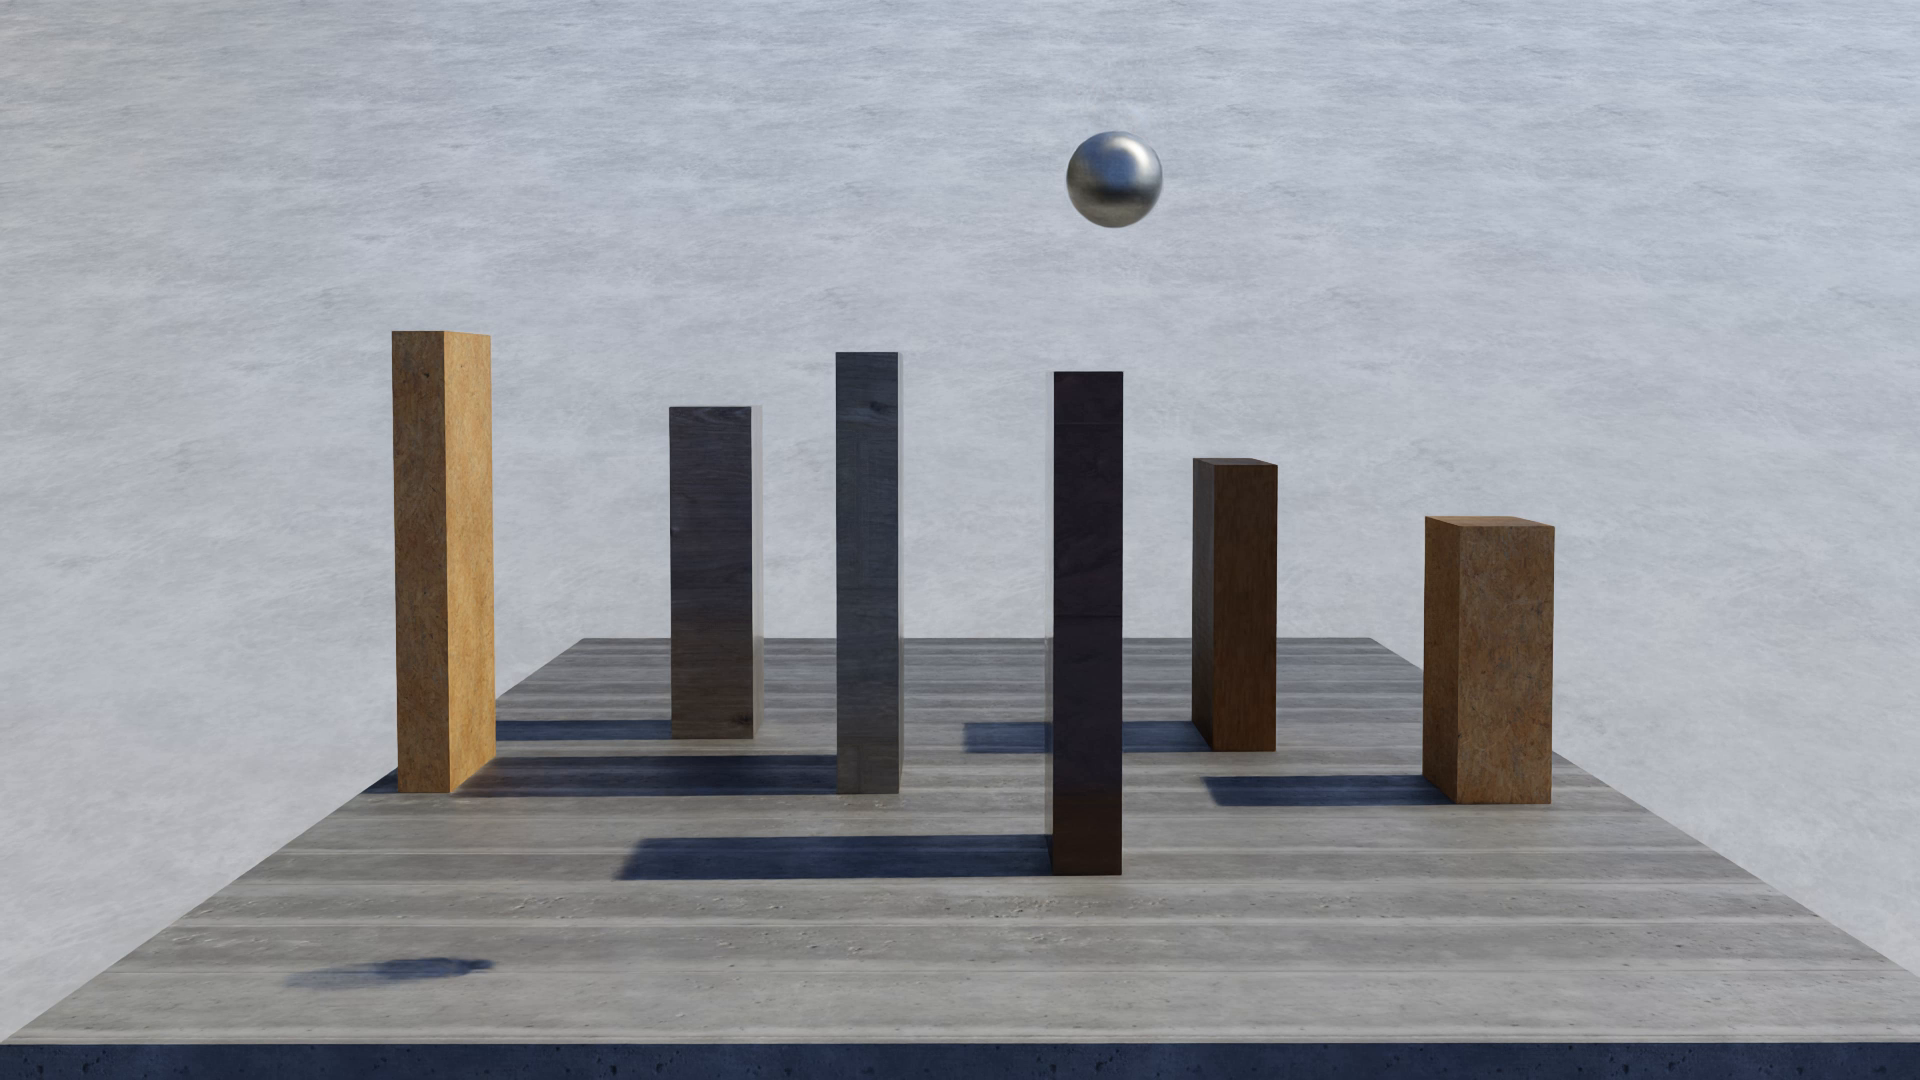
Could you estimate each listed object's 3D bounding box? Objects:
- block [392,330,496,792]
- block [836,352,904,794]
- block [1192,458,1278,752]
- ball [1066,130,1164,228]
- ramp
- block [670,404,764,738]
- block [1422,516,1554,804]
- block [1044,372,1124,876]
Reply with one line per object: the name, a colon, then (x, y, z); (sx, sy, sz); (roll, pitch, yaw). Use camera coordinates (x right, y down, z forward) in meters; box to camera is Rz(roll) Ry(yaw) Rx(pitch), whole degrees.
block: (-0.851, 0.024, 4.256); (0.083, 0.731, 0.407); (0, 4, 0)
block: (-0.146, 0.040, 4.256); (0.098, 0.698, 0.431); (0, 4, 0)
block: (0.501, 0.108, 4.714); (0.111, 0.505, 0.409); (0, 4, 0)
ball: (0.172, -0.400, 2.849); (0.108, 0.108, 0.108); (0, 20, 0)
ramp: (0.047, 0.423, 4.534); (2.000, 0.100, 4.000); (0, 4, 0)
block: (-0.452, 0.052, 4.804); (0.149, 0.606, 0.270); (0, 4, 0)
block: (0.840, 0.184, 4.098); (0.145, 0.429, 0.295); (0, 4, 0)
block: (0.168, 0.102, 3.528); (0.091, 0.665, 0.311); (0, 4, 0)
